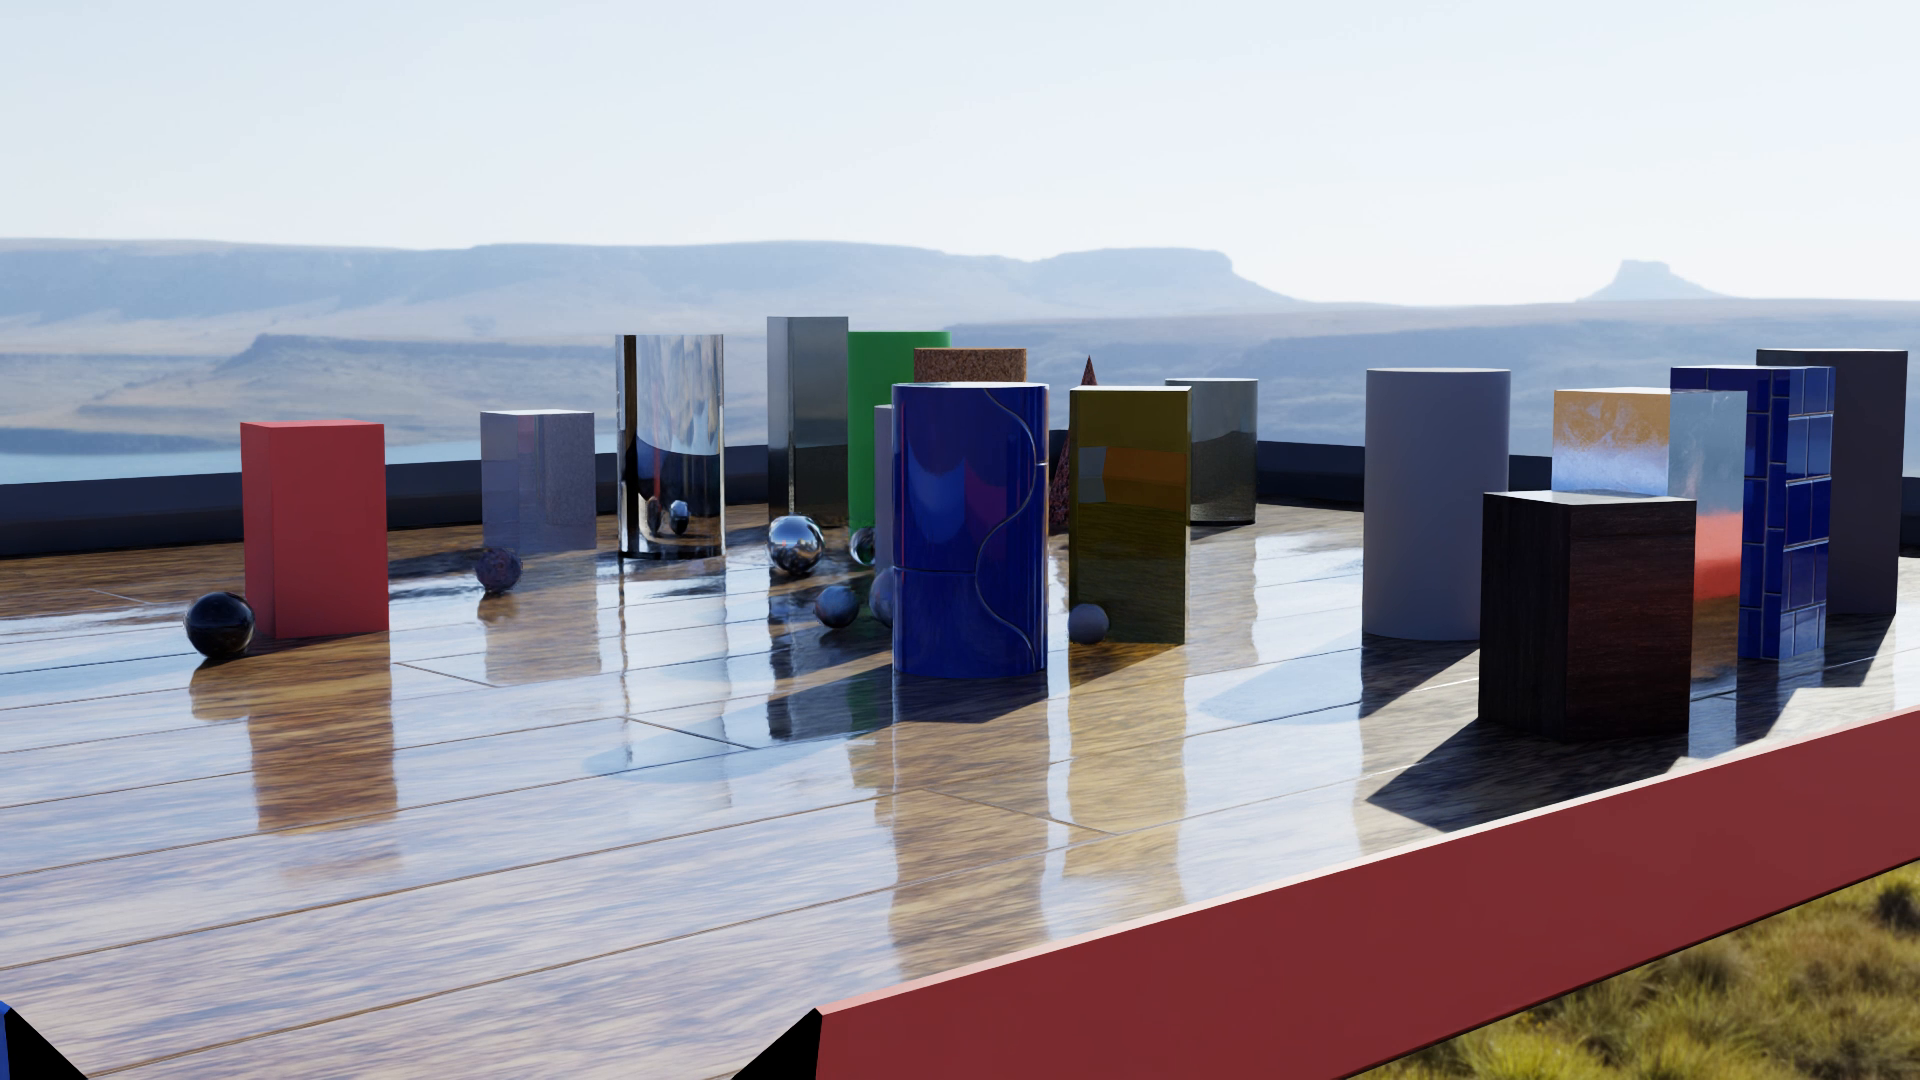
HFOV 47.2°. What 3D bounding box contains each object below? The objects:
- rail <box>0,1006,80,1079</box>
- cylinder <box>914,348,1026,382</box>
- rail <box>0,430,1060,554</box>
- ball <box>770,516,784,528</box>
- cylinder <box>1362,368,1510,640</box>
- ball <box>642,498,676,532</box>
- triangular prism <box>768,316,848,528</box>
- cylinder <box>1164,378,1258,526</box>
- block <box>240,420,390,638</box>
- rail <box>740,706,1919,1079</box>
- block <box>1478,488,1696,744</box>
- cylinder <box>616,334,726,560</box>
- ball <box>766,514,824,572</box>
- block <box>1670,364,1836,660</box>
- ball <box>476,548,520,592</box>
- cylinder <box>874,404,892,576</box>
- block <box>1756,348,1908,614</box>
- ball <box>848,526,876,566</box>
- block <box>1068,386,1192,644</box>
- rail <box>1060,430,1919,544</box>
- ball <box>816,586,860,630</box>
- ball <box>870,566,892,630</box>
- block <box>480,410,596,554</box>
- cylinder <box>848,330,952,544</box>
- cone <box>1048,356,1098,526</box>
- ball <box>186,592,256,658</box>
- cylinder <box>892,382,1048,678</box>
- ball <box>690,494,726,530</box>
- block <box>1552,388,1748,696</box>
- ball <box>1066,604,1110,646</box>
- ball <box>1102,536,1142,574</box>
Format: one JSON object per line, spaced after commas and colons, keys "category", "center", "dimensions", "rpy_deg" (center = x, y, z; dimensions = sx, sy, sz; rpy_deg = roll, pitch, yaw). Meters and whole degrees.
{"category": "rail", "center": [-1.383, 0.166, 2.063], "dimensions": [0.045, 0.127, 3.352], "rpy_deg": [-5, 8, -42]}
{"category": "cylinder", "center": [0.018, -0.143, 3.818], "dimensions": [0.195, 0.378, 0.195], "rpy_deg": [0, 6, 0]}
{"category": "rail", "center": [-1.121, -0.093, 4.540], "dimensions": [3.810, 0.127, 0.045], "rpy_deg": [-5, 8, -42]}
{"category": "ball", "center": [-0.328, -0.015, 4.124], "dimensions": [0.061, 0.061, 0.061], "rpy_deg": [0, 6, 0]}
{"category": "cylinder", "center": [0.659, -0.054, 3.047], "dimensions": [0.195, 0.362, 0.195], "rpy_deg": [0, 6, 0]}
{"category": "ball", "center": [-0.604, -0.051, 4.423], "dimensions": [0.068, 0.068, 0.068], "rpy_deg": [0, 6, 0]}
{"category": "triangular prism", "center": [-0.339, -0.242, 4.508], "dimensions": [0.146, 0.431, 0.169], "rpy_deg": [5, 8, 40]}
{"category": "cylinder", "center": [0.525, -0.187, 4.611], "dimensions": [0.195, 0.299, 0.195], "rpy_deg": [0, 6, 0]}
{"category": "block", "center": [-0.903, -0.020, 3.076], "dimensions": [0.156, 0.287, 0.156], "rpy_deg": [-4, 7, -32]}
{"category": "rail", "center": [1.121, 0.159, 2.124], "dimensions": [3.810, 0.127, 0.045], "rpy_deg": [-5, 8, -42]}
{"category": "block", "center": [0.668, 0.076, 2.353], "dimensions": [0.156, 0.247, 0.156], "rpy_deg": [-2, 6, -21]}
{"category": "cylinder", "center": [-0.527, -0.174, 4.003], "dimensions": [0.195, 0.400, 0.195], "rpy_deg": [0, 6, 0]}
{"category": "ball", "center": [-0.279, 0.006, 3.738], "dimensions": [0.098, 0.098, 0.098], "rpy_deg": [0, 6, 0]}
{"category": "block", "center": [1.036, -0.042, 2.889], "dimensions": [0.156, 0.370, 0.156], "rpy_deg": [5, 8, 41]}
{"category": "ball", "center": [-0.732, 0.047, 3.484], "dimensions": [0.070, 0.070, 0.070], "rpy_deg": [0, 6, 0]}
{"category": "cylinder", "center": [-0.027, -0.044, 3.227], "dimensions": [0.195, 0.304, 0.195], "rpy_deg": [0, 6, 0]}
{"category": "block", "center": [1.296, -0.092, 3.293], "dimensions": [0.156, 0.385, 0.156], "rpy_deg": [-1, 6, -5]}
{"category": "ball", "center": [-0.160, 0.011, 3.838], "dimensions": [0.068, 0.068, 0.068], "rpy_deg": [0, 6, 0]}
{"category": "block", "center": [0.234, -0.038, 3.007], "dimensions": [0.156, 0.338, 0.156], "rpy_deg": [1, 6, 8]}
{"category": "rail", "center": [1.383, -0.100, 4.601], "dimensions": [0.045, 0.127, 3.352], "rpy_deg": [-5, 8, -42]}
{"category": "ball", "center": [-0.172, 0.094, 3.074], "dimensions": [0.061, 0.061, 0.061], "rpy_deg": [0, 6, 0]}
{"category": "ball", "center": [-0.079, 0.080, 3.052], "dimensions": [0.093, 0.093, 0.093], "rpy_deg": [0, 6, 0]}
{"category": "block", "center": [-0.789, -0.112, 4.114], "dimensions": [0.156, 0.255, 0.156], "rpy_deg": [-5, 7, -37]}
{"category": "cylinder", "center": [-0.114, -0.190, 4.139], "dimensions": [0.195, 0.404, 0.195], "rpy_deg": [0, 6, 0]}
{"category": "cone", "center": [0.271, -0.214, 4.620], "dimensions": [0.195, 0.352, 0.195], "rpy_deg": [0, 6, 0]}
{"category": "ball", "center": [-0.946, 0.109, 2.814], "dimensions": [0.086, 0.086, 0.086], "rpy_deg": [0, 6, 0]}
{"category": "cylinder", "center": [0.013, -0.017, 2.742], "dimensions": [0.195, 0.352, 0.195], "rpy_deg": [0, 6, 0]}
{"category": "ball", "center": [-0.514, -0.058, 4.474], "dimensions": [0.073, 0.073, 0.073], "rpy_deg": [0, 6, 0]}
{"category": "block", "center": [0.811, -0.002, 2.600], "dimensions": [0.156, 0.350, 0.156], "rpy_deg": [-5, 8, -39]}
{"category": "ball", "center": [0.170, 0.112, 2.924], "dimensions": [0.056, 0.056, 0.056], "rpy_deg": [0, 6, 0]}
{"category": "ball", "center": [0.274, 0.025, 3.704], "dimensions": [0.067, 0.067, 0.067], "rpy_deg": [0, 6, 0]}
